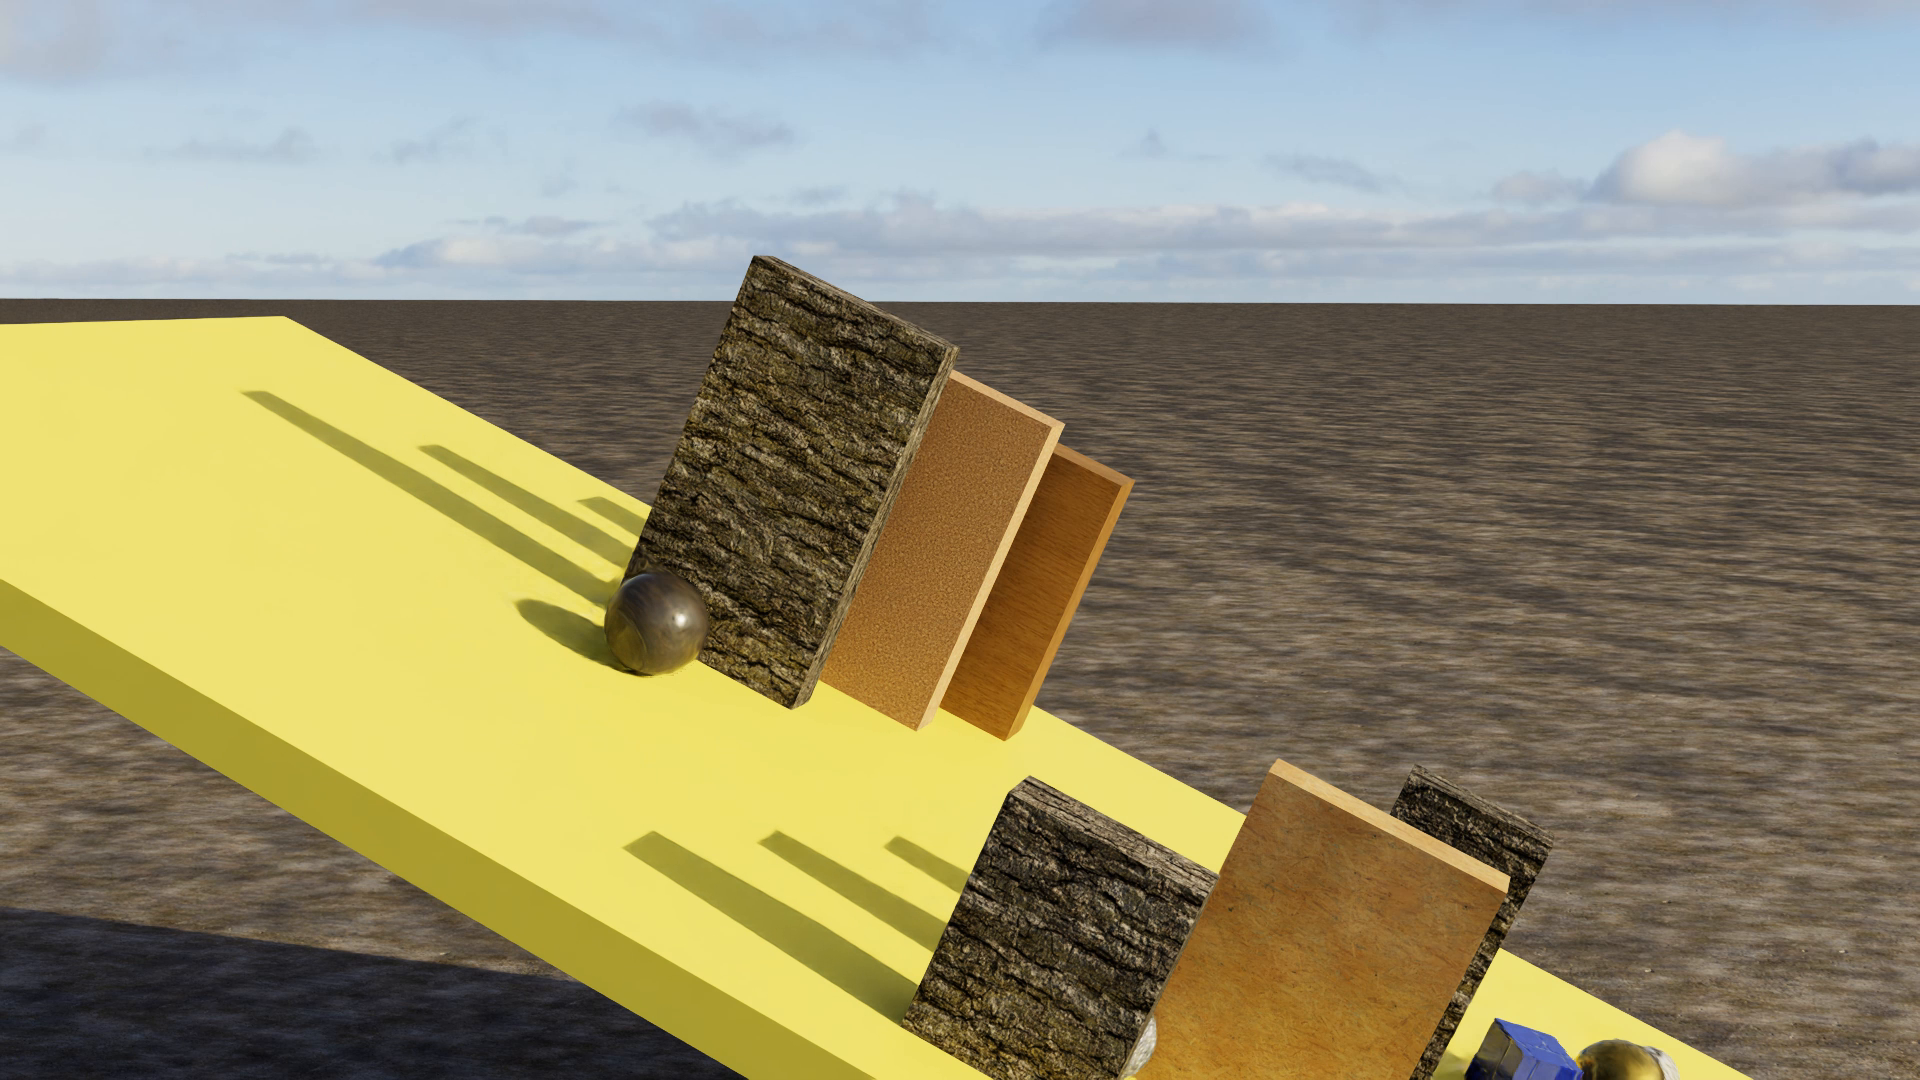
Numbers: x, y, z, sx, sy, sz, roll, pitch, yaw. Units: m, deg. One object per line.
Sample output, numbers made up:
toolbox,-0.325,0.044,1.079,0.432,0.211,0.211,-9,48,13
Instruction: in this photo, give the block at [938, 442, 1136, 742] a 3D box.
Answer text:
block,0.080,0.075,4.779,0.360,0.616,0.132,27,14,13

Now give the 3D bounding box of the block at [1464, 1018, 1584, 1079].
block,1.020,0.968,3.983,0.128,0.128,0.128,20,14,-17

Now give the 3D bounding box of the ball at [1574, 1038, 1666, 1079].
ball,1.205,1.008,4.037,0.179,0.179,0.179,0,7,0

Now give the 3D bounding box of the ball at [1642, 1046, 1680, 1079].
ball,1.325,1.038,4.244,0.123,0.123,0.123,0,7,0

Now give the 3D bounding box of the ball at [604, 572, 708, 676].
ball,-0.582,0.160,4.220,0.199,0.199,0.199,0,7,0

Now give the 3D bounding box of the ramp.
ramp,-0.276,0.474,4.177,4.000,0.100,2.000,27,14,13

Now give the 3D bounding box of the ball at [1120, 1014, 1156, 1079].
ball,0.231,0.760,3.395,0.146,0.146,0.146,0,7,0

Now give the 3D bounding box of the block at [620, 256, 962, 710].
block,-0.355,-0.113,4.381,0.434,0.791,0.097,27,14,13

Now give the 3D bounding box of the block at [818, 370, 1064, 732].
block,-0.126,-0.015,4.587,0.432,0.701,0.105,27,14,13

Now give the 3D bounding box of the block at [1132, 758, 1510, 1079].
block,0.546,0.674,3.402,0.391,0.544,0.094,27,14,13

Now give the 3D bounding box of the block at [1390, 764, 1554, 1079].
block,0.728,0.683,3.607,0.246,0.578,0.090,27,14,13

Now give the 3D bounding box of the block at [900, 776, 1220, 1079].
block,0.147,0.611,3.264,0.321,0.406,0.119,27,14,13
